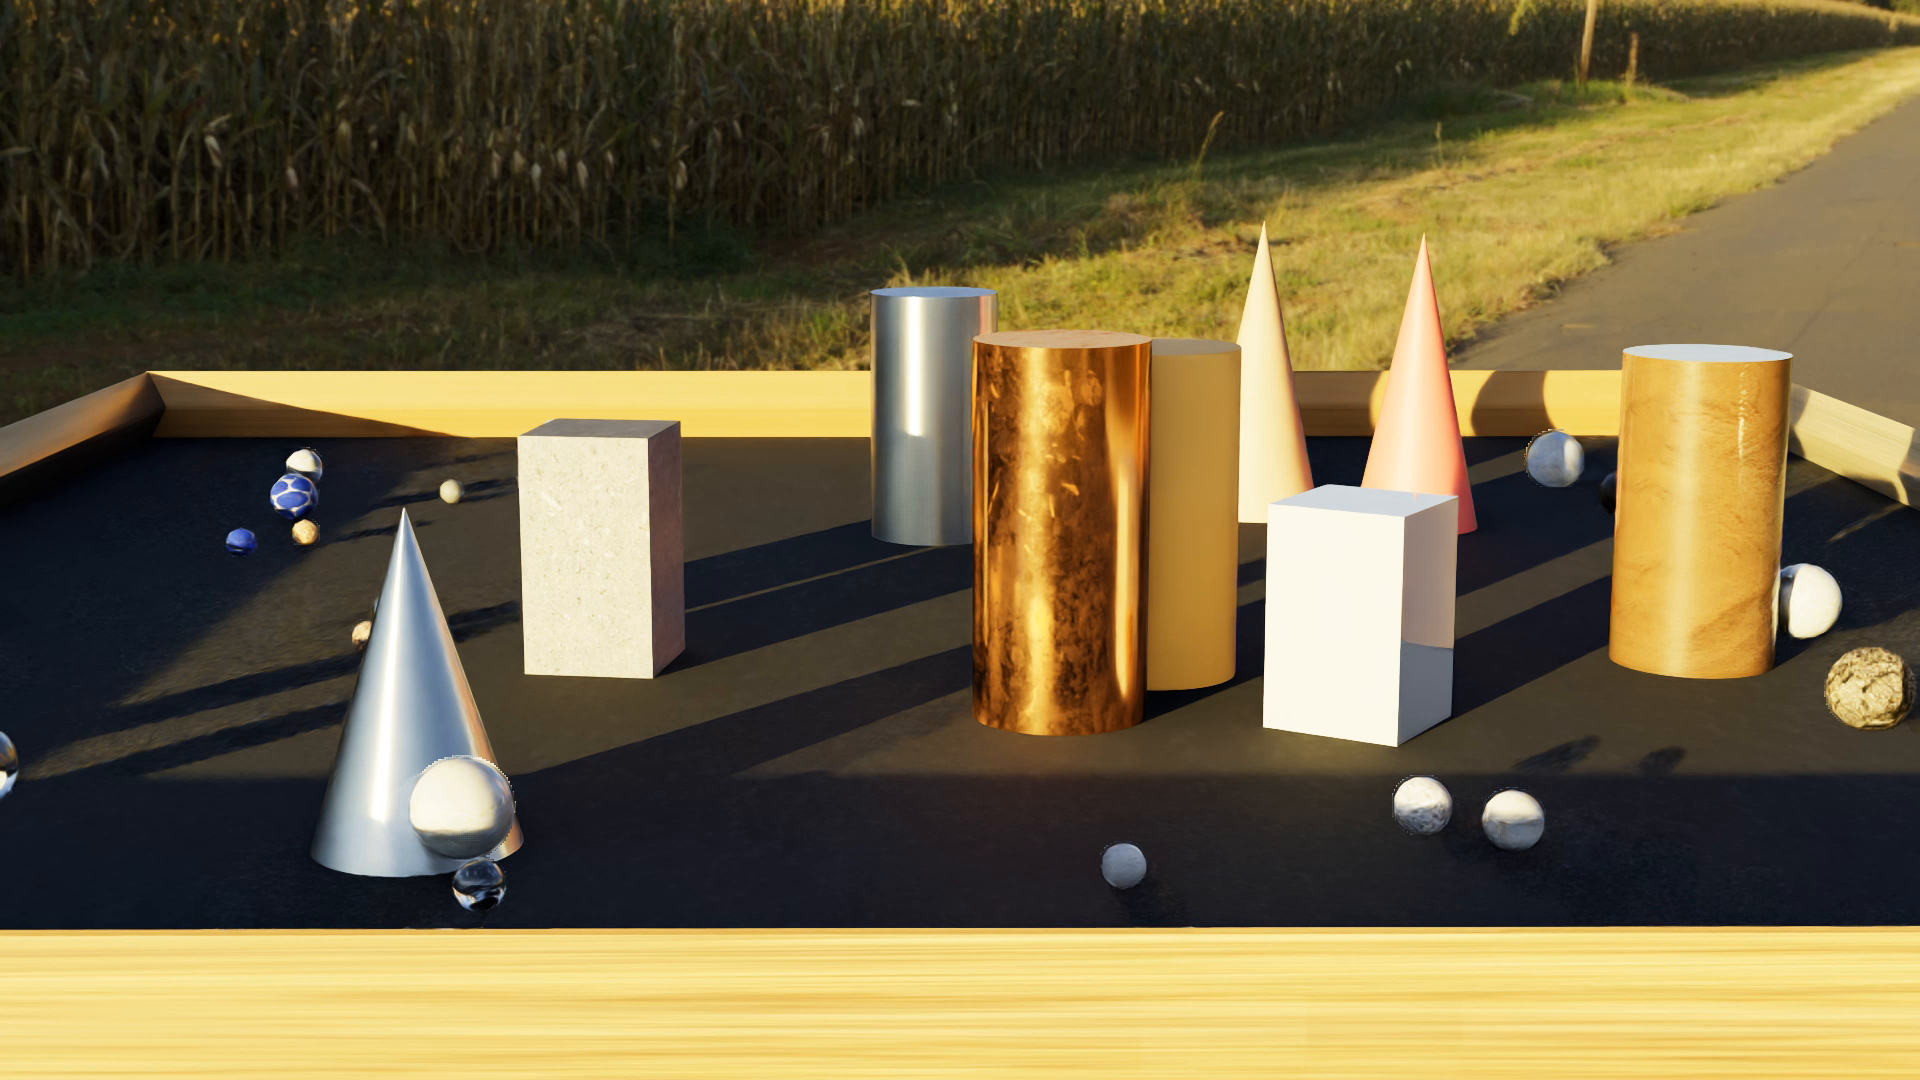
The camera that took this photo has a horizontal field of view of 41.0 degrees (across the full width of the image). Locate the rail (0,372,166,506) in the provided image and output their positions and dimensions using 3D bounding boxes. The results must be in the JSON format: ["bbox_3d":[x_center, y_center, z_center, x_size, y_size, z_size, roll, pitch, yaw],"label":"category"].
[{"bbox_3d":[-1.573,0.035,3.440,0.045,0.129,3.339,0,10,0],"label":"rail"}]

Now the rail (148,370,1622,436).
[{"bbox_3d":[-0.009,-0.266,5.067,3.193,0.129,0.045,0,10,0],"label":"rail"}]

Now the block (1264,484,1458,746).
[{"bbox_3d":[0.448,0.080,2.864,0.159,0.252,0.159,6,12,31],"label":"block"}]

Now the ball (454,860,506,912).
[{"bbox_3d":[-0.419,0.301,2.236,0.046,0.046,0.046,0,10,0],"label":"ball"}]

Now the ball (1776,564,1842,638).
[{"bbox_3d":[1.053,0.076,3.204,0.094,0.094,0.094,0,10,0],"label":"ball"}]

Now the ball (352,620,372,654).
[{"bbox_3d":[-0.740,0.122,3.214,0.042,0.042,0.042,0,10,0],"label":"ball"}]

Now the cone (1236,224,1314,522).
[{"bbox_3d":[0.493,-0.282,4.195,0.199,0.479,0.199,0,10,0],"label":"cone"}]

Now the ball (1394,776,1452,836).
[{"bbox_3d":[0.444,0.255,2.459,0.056,0.056,0.056,0,10,0],"label":"ball"}]

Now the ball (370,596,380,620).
[{"bbox_3d":[-0.732,0.095,3.317,0.058,0.058,0.058,0,10,0],"label":"ball"}]

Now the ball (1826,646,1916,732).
[{"bbox_3d":[1.009,0.165,2.842,0.094,0.094,0.094,0,10,0],"label":"ball"}]

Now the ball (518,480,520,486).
[{"bbox_3d":[-0.720,-0.105,4.370,0.067,0.067,0.067,0,10,0],"label":"ball"}]

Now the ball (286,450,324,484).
[{"bbox_3d":[-1.148,-0.126,4.491,0.064,0.064,0.064,0,10,0],"label":"ball"}]

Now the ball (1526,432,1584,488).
[{"bbox_3d":[1.039,-0.140,4.474,0.099,0.099,0.099,0,10,0],"label":"ball"}]

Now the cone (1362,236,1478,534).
[{"bbox_3d":[0.730,-0.254,4.075,0.199,0.469,0.199,0,10,0],"label":"cone"}]

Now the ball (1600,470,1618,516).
[{"bbox_3d":[1.083,-0.076,4.187,0.078,0.078,0.078,0,10,0],"label":"ball"}]

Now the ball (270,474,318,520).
[{"bbox_3d":[-1.080,-0.070,4.160,0.075,0.075,0.075,0,10,0],"label":"ball"}]

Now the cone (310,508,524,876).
[{"bbox_3d":[-0.514,0.128,2.402,0.199,0.325,0.199,0,10,0],"label":"cone"}]

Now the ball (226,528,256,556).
[{"bbox_3d":[-1.079,0.004,3.851,0.043,0.043,0.043,0,10,0],"label":"ball"}]

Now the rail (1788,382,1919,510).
[{"bbox_3d":[1.573,0.032,3.458,0.045,0.129,3.339,0,10,0],"label":"rail"}]

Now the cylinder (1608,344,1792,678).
[{"bbox_3d":[0.908,-0.039,3.150,0.199,0.382,0.199,0,10,0],"label":"cylinder"}]

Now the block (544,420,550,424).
[{"bbox_3d":[-0.488,-0.031,3.483,0.159,0.245,0.159,0,10,-1],"label":"block"}]

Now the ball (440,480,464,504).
[{"bbox_3d":[-0.855,-0.082,4.319,0.040,0.040,0.040,0,10,0],"label":"ball"}]

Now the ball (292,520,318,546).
[{"bbox_3d":[-1.005,-0.011,3.936,0.040,0.040,0.040,0,10,0],"label":"ball"}]

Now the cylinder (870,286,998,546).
[{"bbox_3d":[-0.040,-0.197,4.005,0.199,0.381,0.199,0,10,0],"label":"cylinder"}]

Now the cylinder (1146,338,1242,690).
[{"bbox_3d":[0.236,-0.036,3.090,0.199,0.397,0.199,0,10,0],"label":"cylinder"}]

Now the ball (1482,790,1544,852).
[{"bbox_3d":[0.520,0.263,2.407,0.057,0.057,0.057,0,10,0],"label":"ball"}]

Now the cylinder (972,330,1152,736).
[{"bbox_3d":[0.113,-0.013,2.883,0.199,0.428,0.199,0,10,0],"label":"cylinder"}]

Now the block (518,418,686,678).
[{"bbox_3d":[-0.437,0.007,3.151,0.159,0.291,0.159,2,11,8],"label":"block"}]

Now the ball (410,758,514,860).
[{"bbox_3d":[-0.448,0.242,2.310,0.092,0.092,0.092,0,10,0],"label":"ball"}]

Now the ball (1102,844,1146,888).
[{"bbox_3d":[0.147,0.292,2.299,0.041,0.041,0.041,0,10,0],"label":"ball"}]

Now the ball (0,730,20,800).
[{"bbox_3d":[-0.979,0.224,2.544,0.086,0.086,0.086,0,10,0],"label":"ball"}]

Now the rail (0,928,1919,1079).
[{"bbox_3d":[0.009,0.333,1.830,3.193,0.129,0.045,0,10,0],"label":"rail"}]
